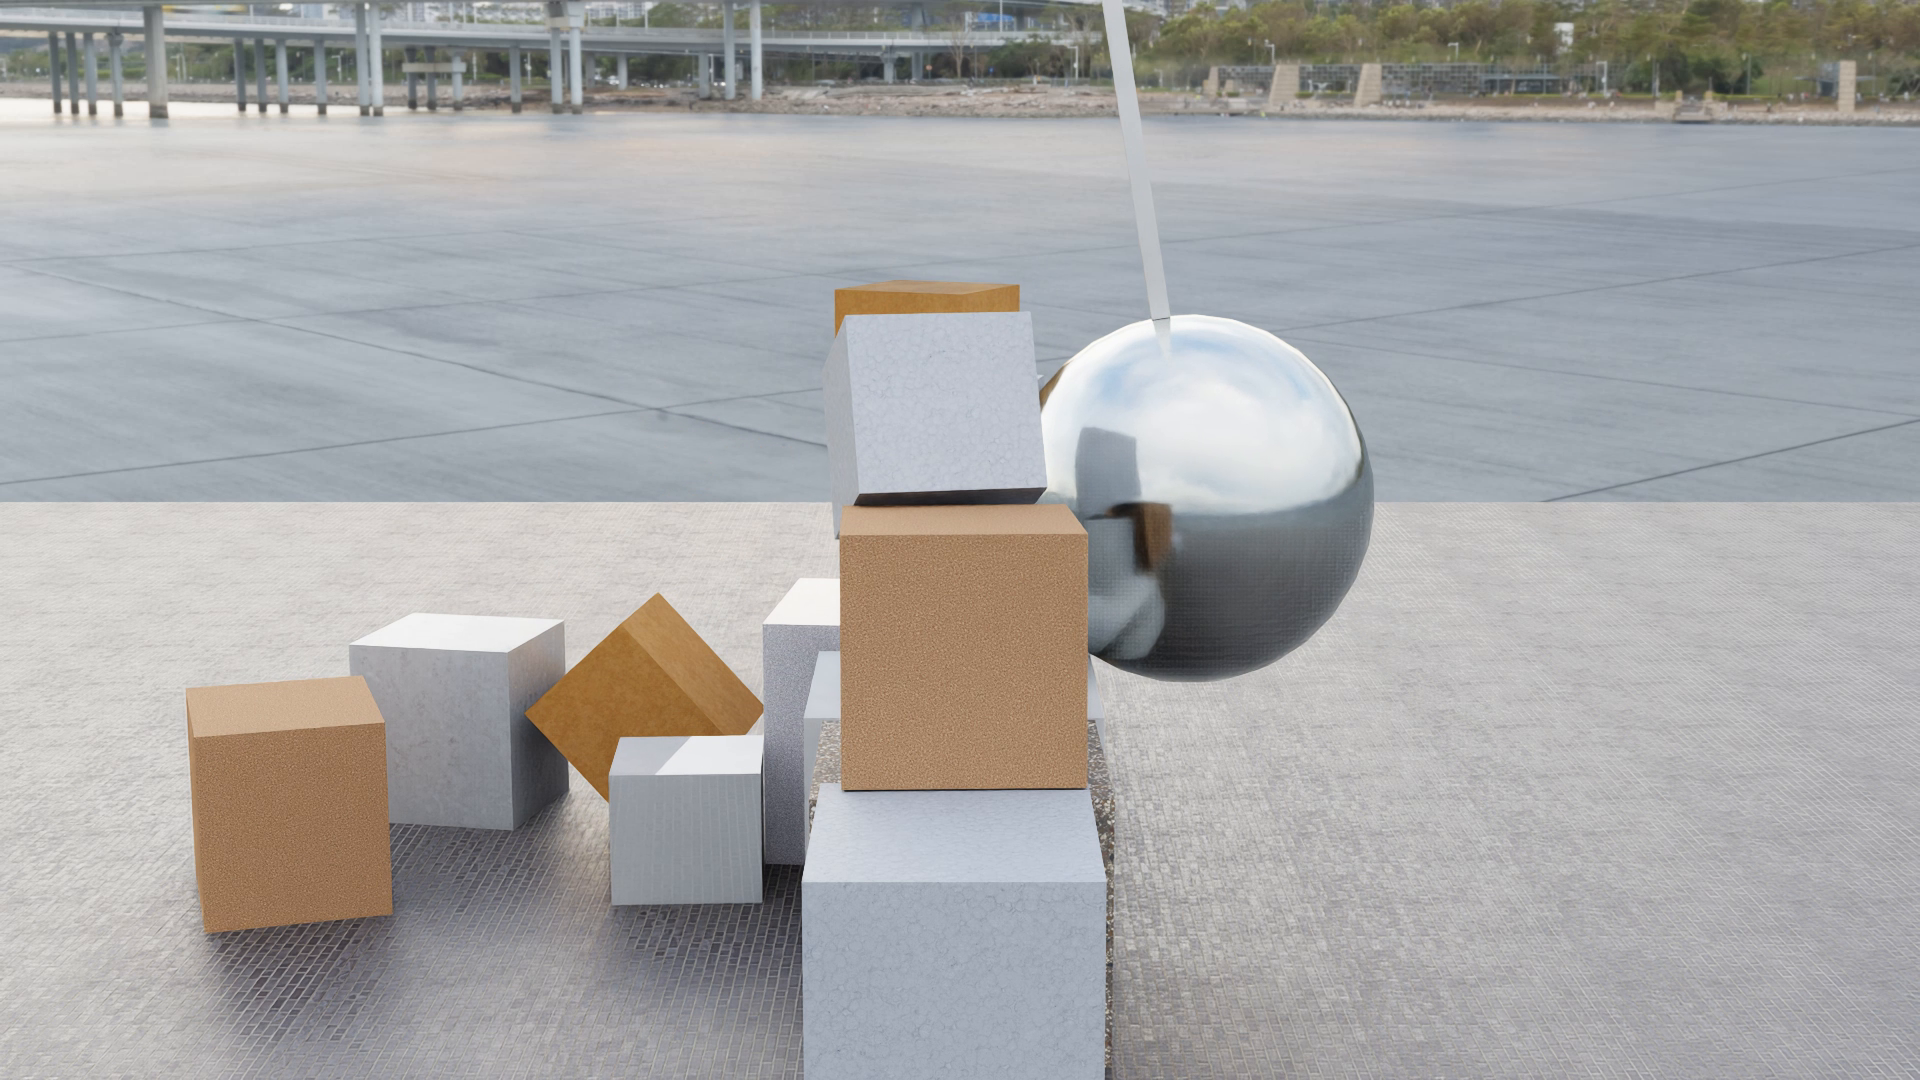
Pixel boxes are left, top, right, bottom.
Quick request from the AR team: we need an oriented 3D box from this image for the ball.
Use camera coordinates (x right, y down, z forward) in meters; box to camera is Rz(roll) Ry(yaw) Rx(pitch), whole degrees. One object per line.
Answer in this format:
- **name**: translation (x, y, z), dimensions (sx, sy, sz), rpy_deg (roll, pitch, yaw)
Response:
- **ball**: translation (0.993, -0.178, 11.148), dimensions (1.600, 1.600, 1.600), rpy_deg (0, 10, 0)

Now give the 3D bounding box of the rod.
- **rod**: translation (0.430, -3.477, 10.548), dimensions (0.080, 5.200, 0.080), rpy_deg (-9, 10, 2)

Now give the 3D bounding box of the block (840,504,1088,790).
- **block**: translation (-0.003, 0.363, 9.337), dimensions (0.852, 0.886, 1.025), rpy_deg (0, 6, -2)

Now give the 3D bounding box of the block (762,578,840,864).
- **block**: translation (-0.303, 0.830, 11.913), dimensions (1.047, 1.105, 1.047), rpy_deg (1, 10, 5)

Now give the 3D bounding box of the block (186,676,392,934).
- **block**: translation (-2.906, 1.118, 11.080), dimensions (0.765, 0.836, 0.900), rpy_deg (-3, 11, -18)

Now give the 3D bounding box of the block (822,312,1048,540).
- **block**: translation (-0.114, -0.444, 10.107), dimensions (0.728, 0.709, 0.675), rpy_deg (-2, -15, -12)

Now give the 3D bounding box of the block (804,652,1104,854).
- **block**: translation (-0.024, 1.088, 10.774), dimensions (1.186, 1.004, 1.188), rpy_deg (0, 10, 0)

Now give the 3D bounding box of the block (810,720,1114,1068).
- **block**: translation (0.001, 1.299, 9.636), dimensions (1.073, 0.996, 1.117), rpy_deg (0, 10, -1)

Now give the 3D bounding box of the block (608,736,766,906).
- **block**: translation (-1.186, 1.220, 11.255), dimensions (0.643, 0.573, 0.640), rpy_deg (-1, 10, -3)

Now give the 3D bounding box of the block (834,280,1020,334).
- **block**: translation (-0.150, -0.851, 12.174), dimensions (0.658, 0.698, 0.640), rpy_deg (5, 11, 25)

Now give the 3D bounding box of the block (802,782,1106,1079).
- **block**: translation (-0.019, 1.470, 8.527), dimensions (0.937, 1.056, 1.118), rpy_deg (0, 10, 0)

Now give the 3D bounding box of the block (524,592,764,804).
- **block**: translation (-1.489, 0.816, 12.261), dimensions (0.643, 0.779, 0.749), rpy_deg (-42, 3, 12)

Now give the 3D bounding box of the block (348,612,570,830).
- **block**: translation (-2.410, 0.864, 12.414), dimensions (0.795, 0.858, 0.734), rpy_deg (2, 11, 12)

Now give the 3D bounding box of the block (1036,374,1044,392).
- **block**: translation (0.032, -0.415, 13.256), dimensions (0.690, 0.817, 0.700), rpy_deg (2, 11, 12)
